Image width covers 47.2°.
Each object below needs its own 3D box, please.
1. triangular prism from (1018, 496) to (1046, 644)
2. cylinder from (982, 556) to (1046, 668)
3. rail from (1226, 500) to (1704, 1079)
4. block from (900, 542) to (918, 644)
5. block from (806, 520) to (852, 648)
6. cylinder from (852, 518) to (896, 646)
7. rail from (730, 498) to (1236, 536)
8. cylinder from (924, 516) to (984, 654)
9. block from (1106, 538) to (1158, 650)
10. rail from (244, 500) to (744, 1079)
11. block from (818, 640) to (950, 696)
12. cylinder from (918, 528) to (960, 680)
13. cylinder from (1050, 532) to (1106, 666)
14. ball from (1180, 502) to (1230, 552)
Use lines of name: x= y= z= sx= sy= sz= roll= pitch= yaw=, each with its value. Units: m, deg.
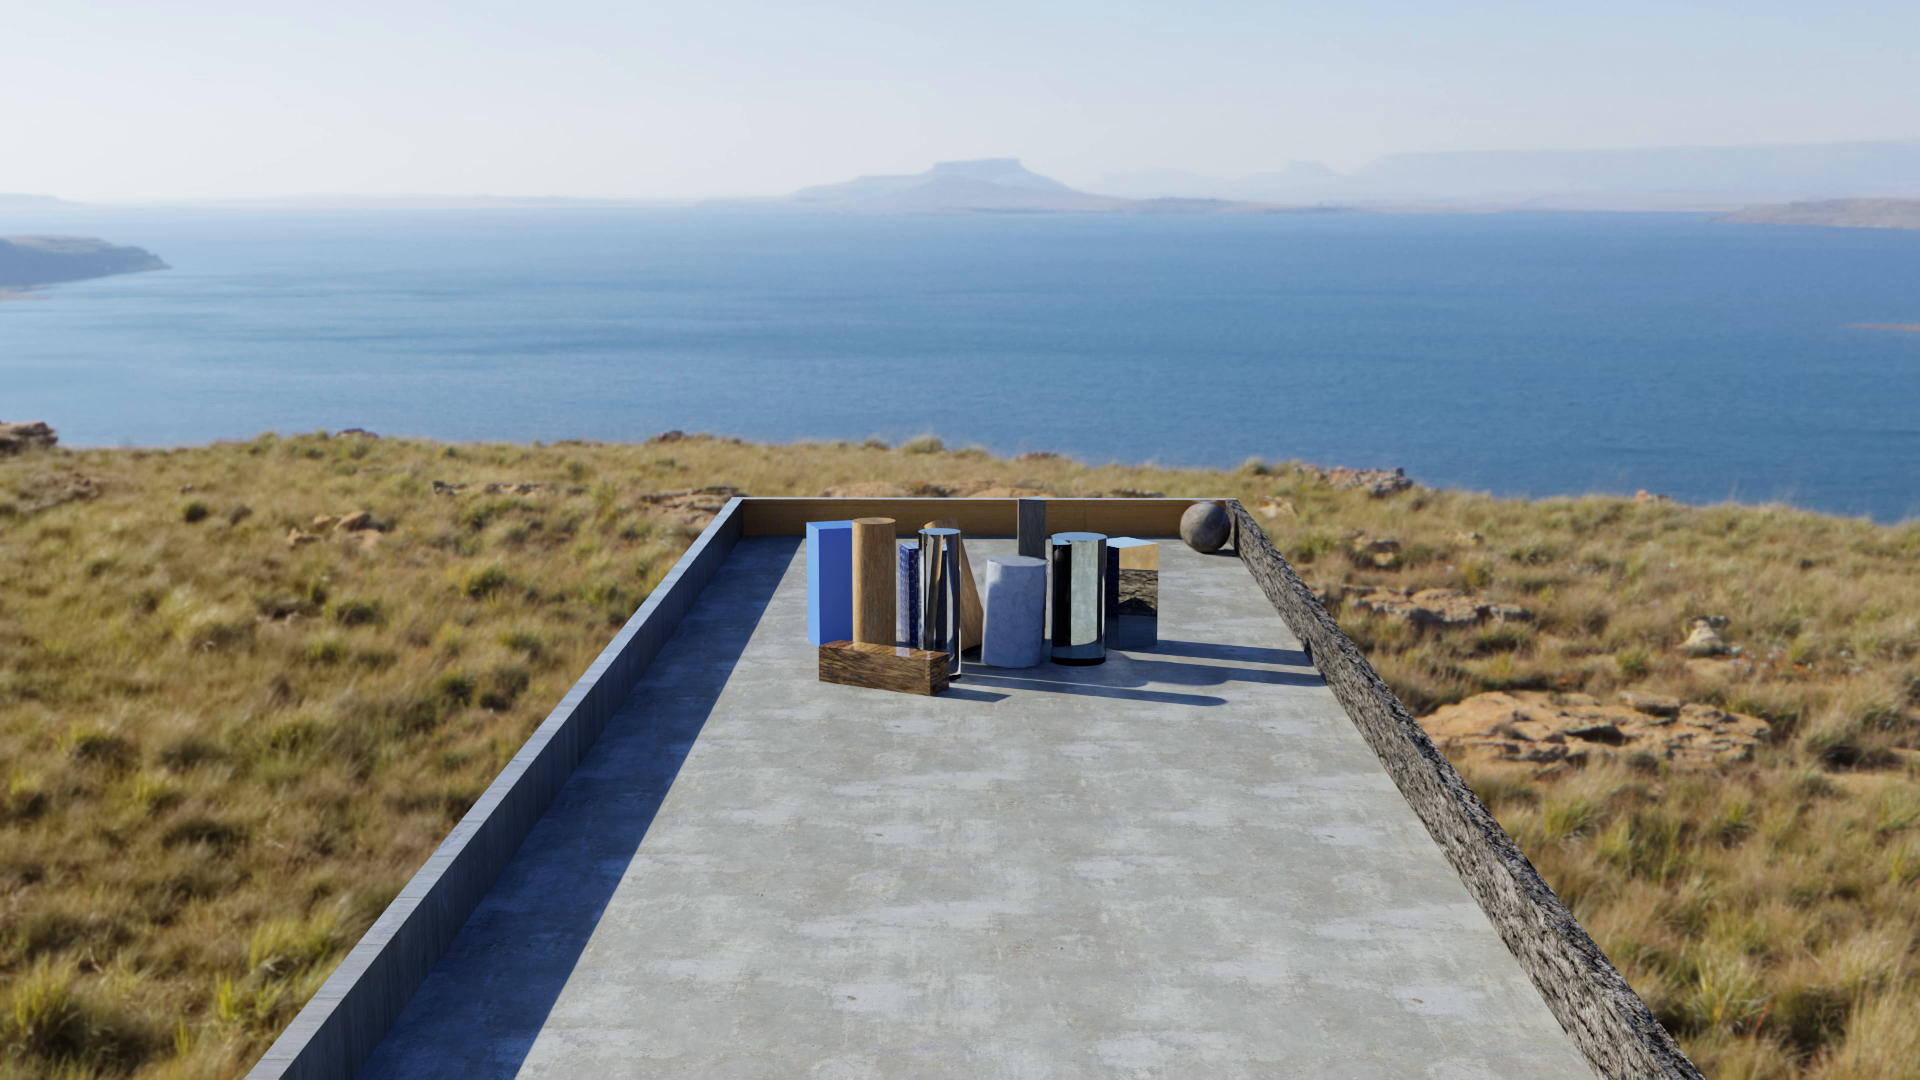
triangular prism: x=0.237 y=0.093 z=6.961 sx=0.089 sy=0.458 sz=0.077 roll=3 pitch=9 yaw=18
cylinder: x=0.162 y=0.214 z=6.635 sx=0.180 sy=0.310 sz=0.180 roll=3 pitch=9 yaw=-1
rail: x=1.046 y=0.843 z=3.208 sx=0.050 sy=0.150 sz=12.000 roll=0 pitch=9 yaw=1
block: x=-0.099 y=0.167 z=6.970 sx=0.155 sy=0.302 sz=0.155 roll=-2 pitch=7 yaw=-12
block: x=-0.390 y=0.139 z=6.921 sx=0.150 sy=0.379 sz=0.150 roll=-3 pitch=9 yaw=-18
cylinder: x=-0.260 y=0.154 z=6.665 sx=0.132 sy=0.430 sz=0.132 roll=0 pitch=9 yaw=0
rail: x=0.099 y=-0.098 z=9.147 sx=2.100 sy=0.150 sz=0.050 roll=0 pitch=9 yaw=1
cylinder: x=-0.006 y=0.139 z=6.807 sx=0.103 sy=0.412 sz=0.103 roll=-15 pitch=-12 yaw=-3
block: x=0.510 y=0.167 z=6.918 sx=0.159 sy=0.324 sz=0.159 roll=-6 pitch=11 yaw=-35
rail: x=-1.004 y=0.839 z=3.234 sx=0.050 sy=0.150 sz=12.000 roll=0 pitch=9 yaw=1
block: x=-0.221 y=0.368 z=6.350 sx=0.380 sy=0.105 sz=0.105 roll=5 pitch=10 yaw=30
cylinder: x=-0.060 y=0.189 z=6.436 sx=0.124 sy=0.433 sz=0.124 roll=0 pitch=9 yaw=0
cylinder: x=0.360 y=0.178 z=6.664 sx=0.168 sy=0.382 sz=0.168 roll=0 pitch=9 yaw=0
ball: x=0.971 y=-0.052 z=8.699 sx=0.200 sy=0.200 sz=0.200 roll=0 pitch=9 yaw=0
